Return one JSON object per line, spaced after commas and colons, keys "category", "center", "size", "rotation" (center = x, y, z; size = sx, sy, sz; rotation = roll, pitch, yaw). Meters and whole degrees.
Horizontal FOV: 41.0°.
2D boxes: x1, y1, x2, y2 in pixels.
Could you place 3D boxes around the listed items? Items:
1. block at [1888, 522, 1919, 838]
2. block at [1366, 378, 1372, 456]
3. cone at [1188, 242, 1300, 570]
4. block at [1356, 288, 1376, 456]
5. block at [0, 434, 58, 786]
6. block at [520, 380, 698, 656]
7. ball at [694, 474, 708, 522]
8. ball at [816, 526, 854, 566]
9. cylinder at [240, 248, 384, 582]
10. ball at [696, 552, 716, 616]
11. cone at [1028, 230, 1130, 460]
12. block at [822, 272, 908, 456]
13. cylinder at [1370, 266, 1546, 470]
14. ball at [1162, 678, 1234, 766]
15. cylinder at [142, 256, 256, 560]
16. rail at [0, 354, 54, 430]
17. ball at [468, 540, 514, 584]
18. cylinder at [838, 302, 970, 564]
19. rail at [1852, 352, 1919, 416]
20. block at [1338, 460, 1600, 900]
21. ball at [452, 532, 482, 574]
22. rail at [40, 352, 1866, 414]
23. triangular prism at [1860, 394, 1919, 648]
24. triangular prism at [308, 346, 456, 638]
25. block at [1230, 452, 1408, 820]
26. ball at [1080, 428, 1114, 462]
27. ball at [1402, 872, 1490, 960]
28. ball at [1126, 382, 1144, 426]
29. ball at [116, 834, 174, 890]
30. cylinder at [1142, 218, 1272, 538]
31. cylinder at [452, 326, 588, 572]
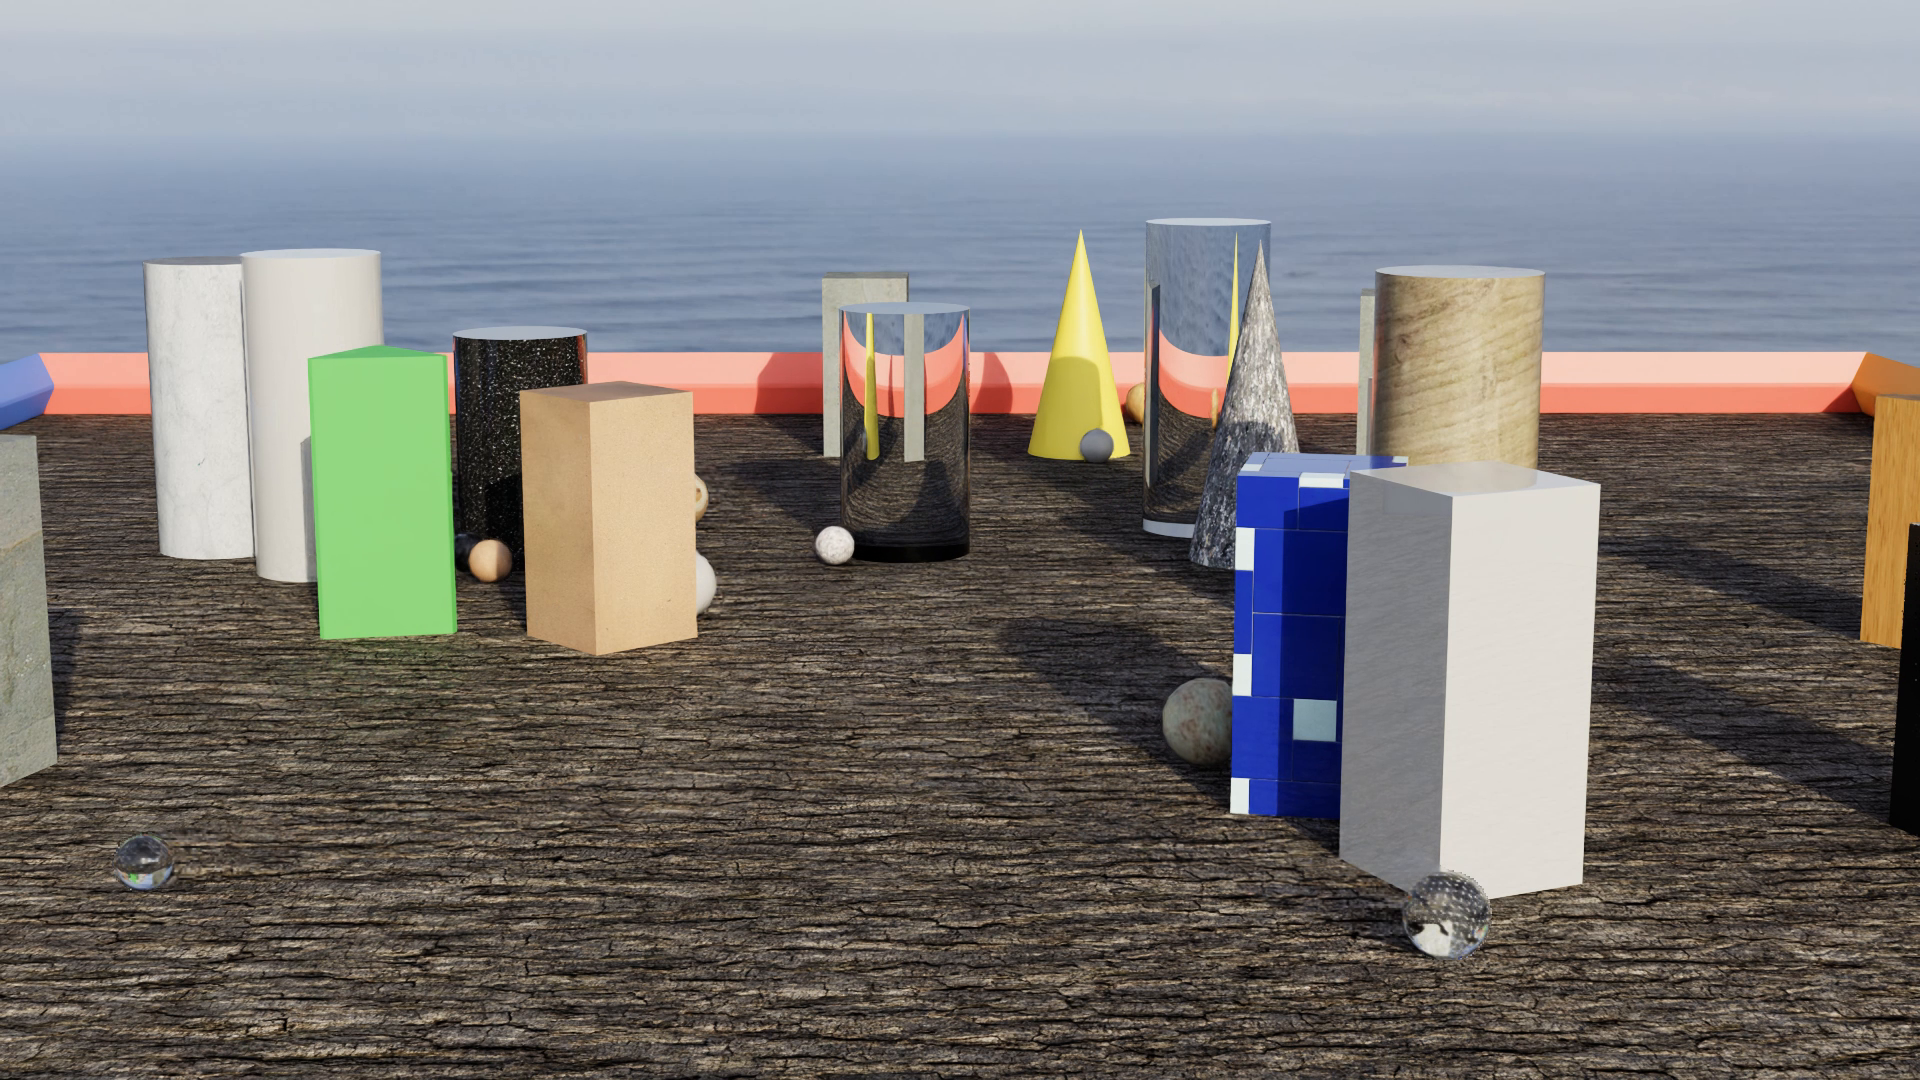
{"category": "block", "center": [1.001, 0.139, 2.415], "size": [0.156, 0.297, 0.156], "rotation": [-4, 11, -18]}
{"category": "block", "center": [0.716, -0.107, 3.829], "size": [0.156, 0.265, 0.156], "rotation": [-5, 12, -27]}
{"category": "cone", "center": [0.439, -0.206, 3.790], "size": [0.195, 0.475, 0.195], "rotation": [0, 11, 0]}
{"category": "block", "center": [0.757, -0.248, 4.366], "size": [0.156, 0.346, 0.156], "rotation": [2, 11, 9]}
{"category": "block", "center": [-1.050, 0.074, 2.625], "size": [0.156, 0.349, 0.156], "rotation": [3, 11, 16]}
{"category": "block", "center": [-0.449, -0.032, 3.281], "size": [0.156, 0.318, 0.156], "rotation": [-9, 14, -41]}
{"category": "ball", "center": [-0.447, -0.065, 4.061], "size": [0.098, 0.098, 0.098], "rotation": [0, 11, 0]}
{"category": "ball", "center": [-0.184, 0.009, 3.773], "size": [0.058, 0.058, 0.058], "rotation": [0, 11, 0]}
{"category": "cylinder", "center": [-0.928, -0.183, 3.707], "size": [0.195, 0.460, 0.195], "rotation": [0, 11, 0]}
{"category": "ball", "center": [-0.371, 0.059, 3.401], "size": [0.095, 0.095, 0.095], "rotation": [0, 11, 0]}
{"category": "cone", "center": [0.226, -0.375, 4.844], "size": [0.195, 0.422, 0.195], "rotation": [0, 11, 0]}
{"category": "block", "center": [-0.177, -0.336, 4.872], "size": [0.156, 0.334, 0.156], "rotation": [0, 11, 1]}
{"category": "cylinder", "center": [0.585, -0.074, 3.044], "size": [0.195, 0.487, 0.195], "rotation": [0, 11, 0]}
{"category": "ball", "center": [0.258, 0.191, 2.698], "size": [0.092, 0.092, 0.092], "rotation": [0, 11, 0]}
{"category": "cylinder", "center": [-1.122, -0.204, 3.881], "size": [0.195, 0.437, 0.195], "rotation": [0, 11, 0]}
{"category": "rail", "center": [-1.902, 0.035, 3.438], "size": [0.045, 0.127, 3.996], "rotation": [0, 11, 0]}
{"category": "ball", "center": [-0.667, 0.030, 3.646], "size": [0.062, 0.062, 0.062], "rotation": [0, 11, 0]}
{"category": "cylinder", "center": [-0.083, -0.165, 3.856], "size": [0.195, 0.368, 0.195], "rotation": [0, 11, 0]}
{"category": "rail", "center": [1.902, 0.031, 3.460], "size": [0.045, 0.127, 3.996], "rotation": [0, 11, 0]}
{"category": "block", "center": [0.456, 0.124, 2.314], "size": [0.156, 0.364, 0.156], "rotation": [-5, 12, -25]}
{"category": "ball", "center": [-0.713, 0.019, 3.712], "size": [0.059, 0.059, 0.059], "rotation": [0, 11, 0]}
{"category": "rail", "center": [-0.011, -0.327, 5.390], "size": [3.852, 0.127, 0.045], "rotation": [0, 11, 0]}
{"category": "triangular prism", "center": [1.263, -0.023, 3.237], "size": [0.147, 0.315, 0.169], "rotation": [-7, 13, -35]}
{"category": "triangular prism", "center": [-0.754, -0.067, 3.351], "size": [0.169, 0.361, 0.147], "rotation": [-2, 11, -12]}
{"category": "block", "center": [0.359, 0.092, 2.558], "size": [0.156, 0.337, 0.156], "rotation": [2, 11, 12]}
{"category": "ball", "center": [0.254, -0.174, 4.744], "size": [0.064, 0.064, 0.064], "rotation": [0, 11, 0]}
{"category": "ball", "center": [0.401, 0.310, 2.115], "size": [0.071, 0.071, 0.071], "rotation": [0, 11, 0]}
{"category": "ball", "center": [0.381, -0.278, 5.236], "size": [0.088, 0.088, 0.088], "rotation": [0, 11, 0]}
{"category": "ball", "center": [-0.728, 0.288, 2.290], "size": [0.050, 0.050, 0.050], "rotation": [0, 11, 0]}
{"category": "cylinder", "center": [0.387, -0.258, 4.044], "size": [0.195, 0.484, 0.195], "rotation": [0, 11, 0]}
{"category": "cylinder", "center": [-0.646, -0.138, 3.799], "size": [0.195, 0.338, 0.195], "rotation": [0, 11, 0]}
